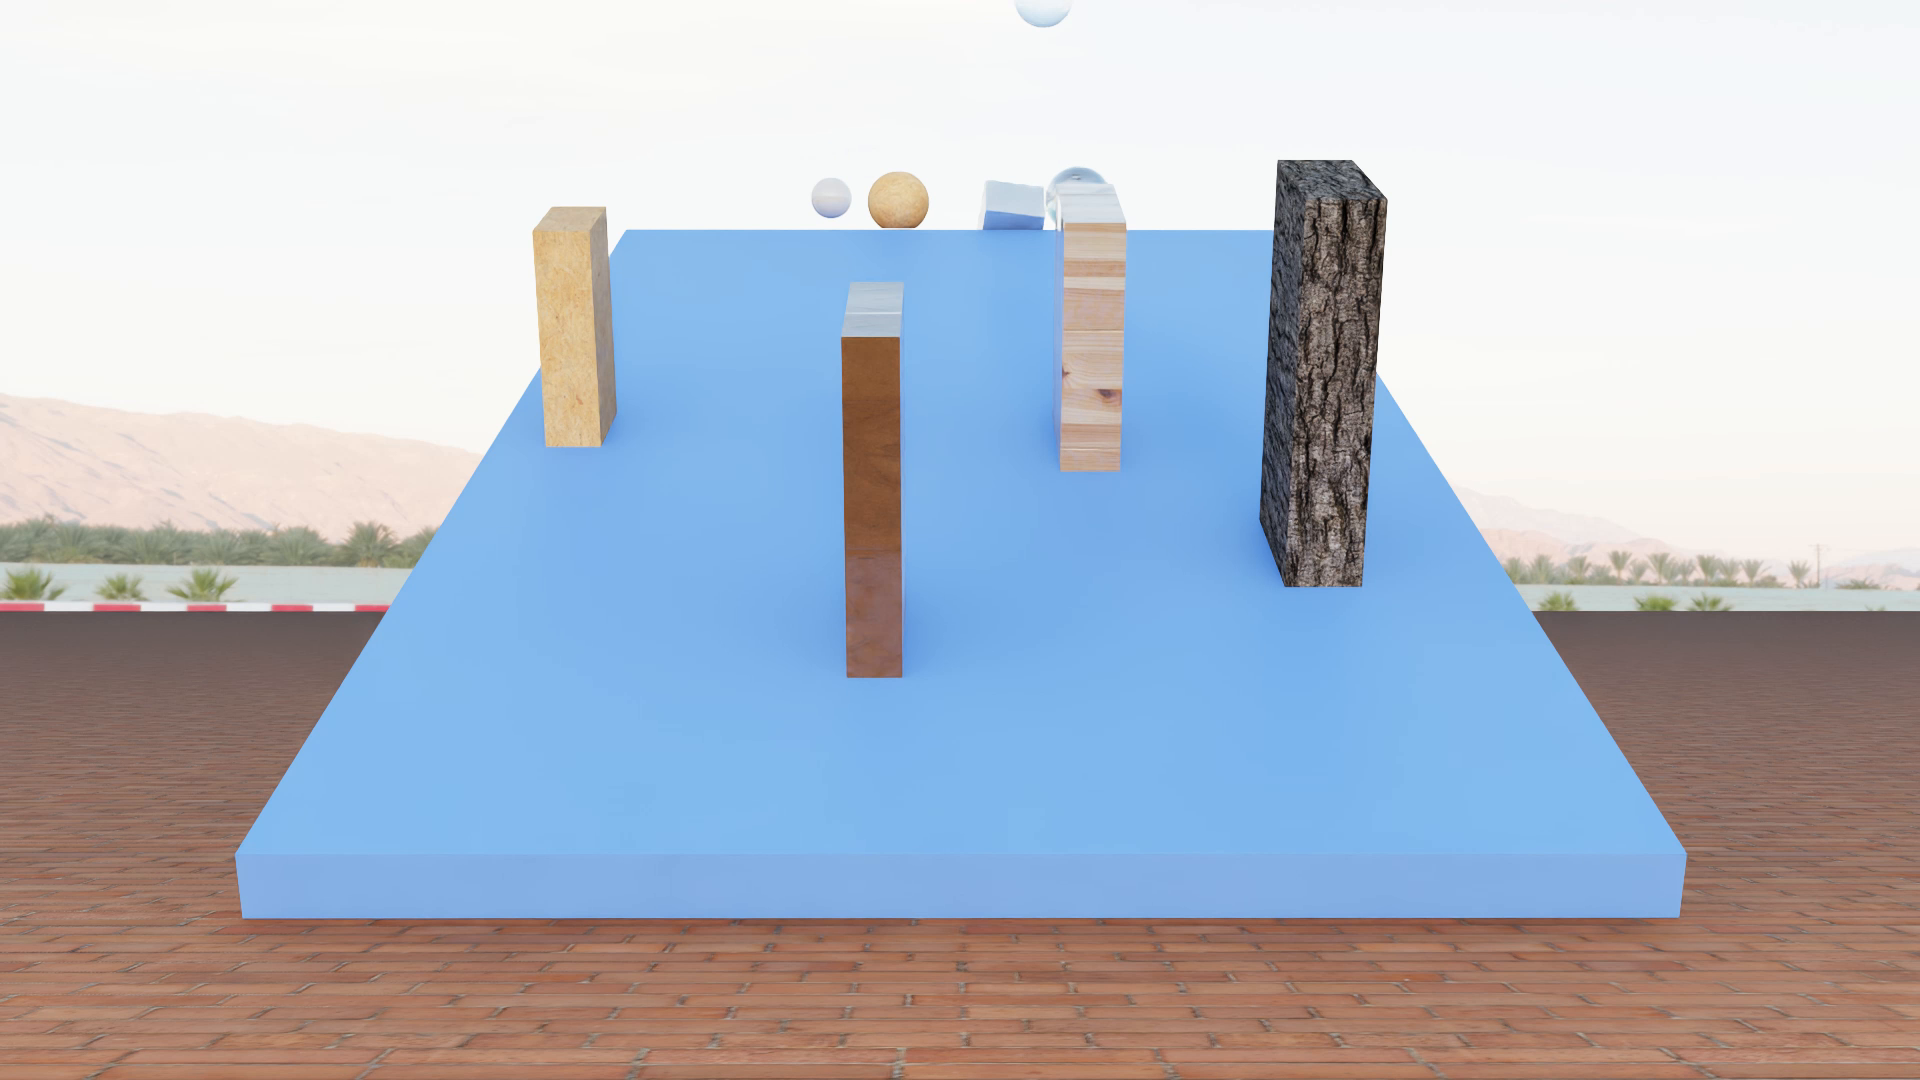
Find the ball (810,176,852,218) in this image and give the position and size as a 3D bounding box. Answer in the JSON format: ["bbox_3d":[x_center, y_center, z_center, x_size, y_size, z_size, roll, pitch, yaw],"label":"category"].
[{"bbox_3d":[-0.370,-0.985,6.530,0.119,0.119,0.119,0,-2,0],"label":"ball"}]

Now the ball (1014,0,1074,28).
[{"bbox_3d":[0.246,-1.600,6.688,0.177,0.177,0.177,0,-2,0],"label":"ball"}]

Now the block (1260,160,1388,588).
[{"bbox_3d":[0.653,-0.308,4.126,0.139,0.704,0.361,0,20,0],"label":"block"}]

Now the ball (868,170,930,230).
[{"bbox_3d":[-0.188,-1.030,6.914,0.189,0.189,0.189,0,-2,0],"label":"ball"}]

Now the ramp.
[{"bbox_3d":[-0.005,-0.208,5.019,2.000,0.100,4.000,0,20,0],"label":"ramp"}]

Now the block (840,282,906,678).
[{"bbox_3d":[-0.139,-0.106,3.761,0.090,0.572,0.356,0,20,0],"label":"block"}]

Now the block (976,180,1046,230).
[{"bbox_3d":[0.155,-0.972,6.973,0.182,0.182,0.182,7,38,-5],"label":"block"}]

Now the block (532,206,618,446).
[{"bbox_3d":[-0.826,-0.462,4.883,0.118,0.468,0.248,0,20,0],"label":"block"}]

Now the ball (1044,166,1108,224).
[{"bbox_3d":[0.361,-1.037,6.920,0.206,0.206,0.206,0,-2,0],"label":"ball"}]

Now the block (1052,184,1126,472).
[{"bbox_3d":[0.269,-0.456,4.795,0.124,0.521,0.403,0,20,0],"label":"block"}]
